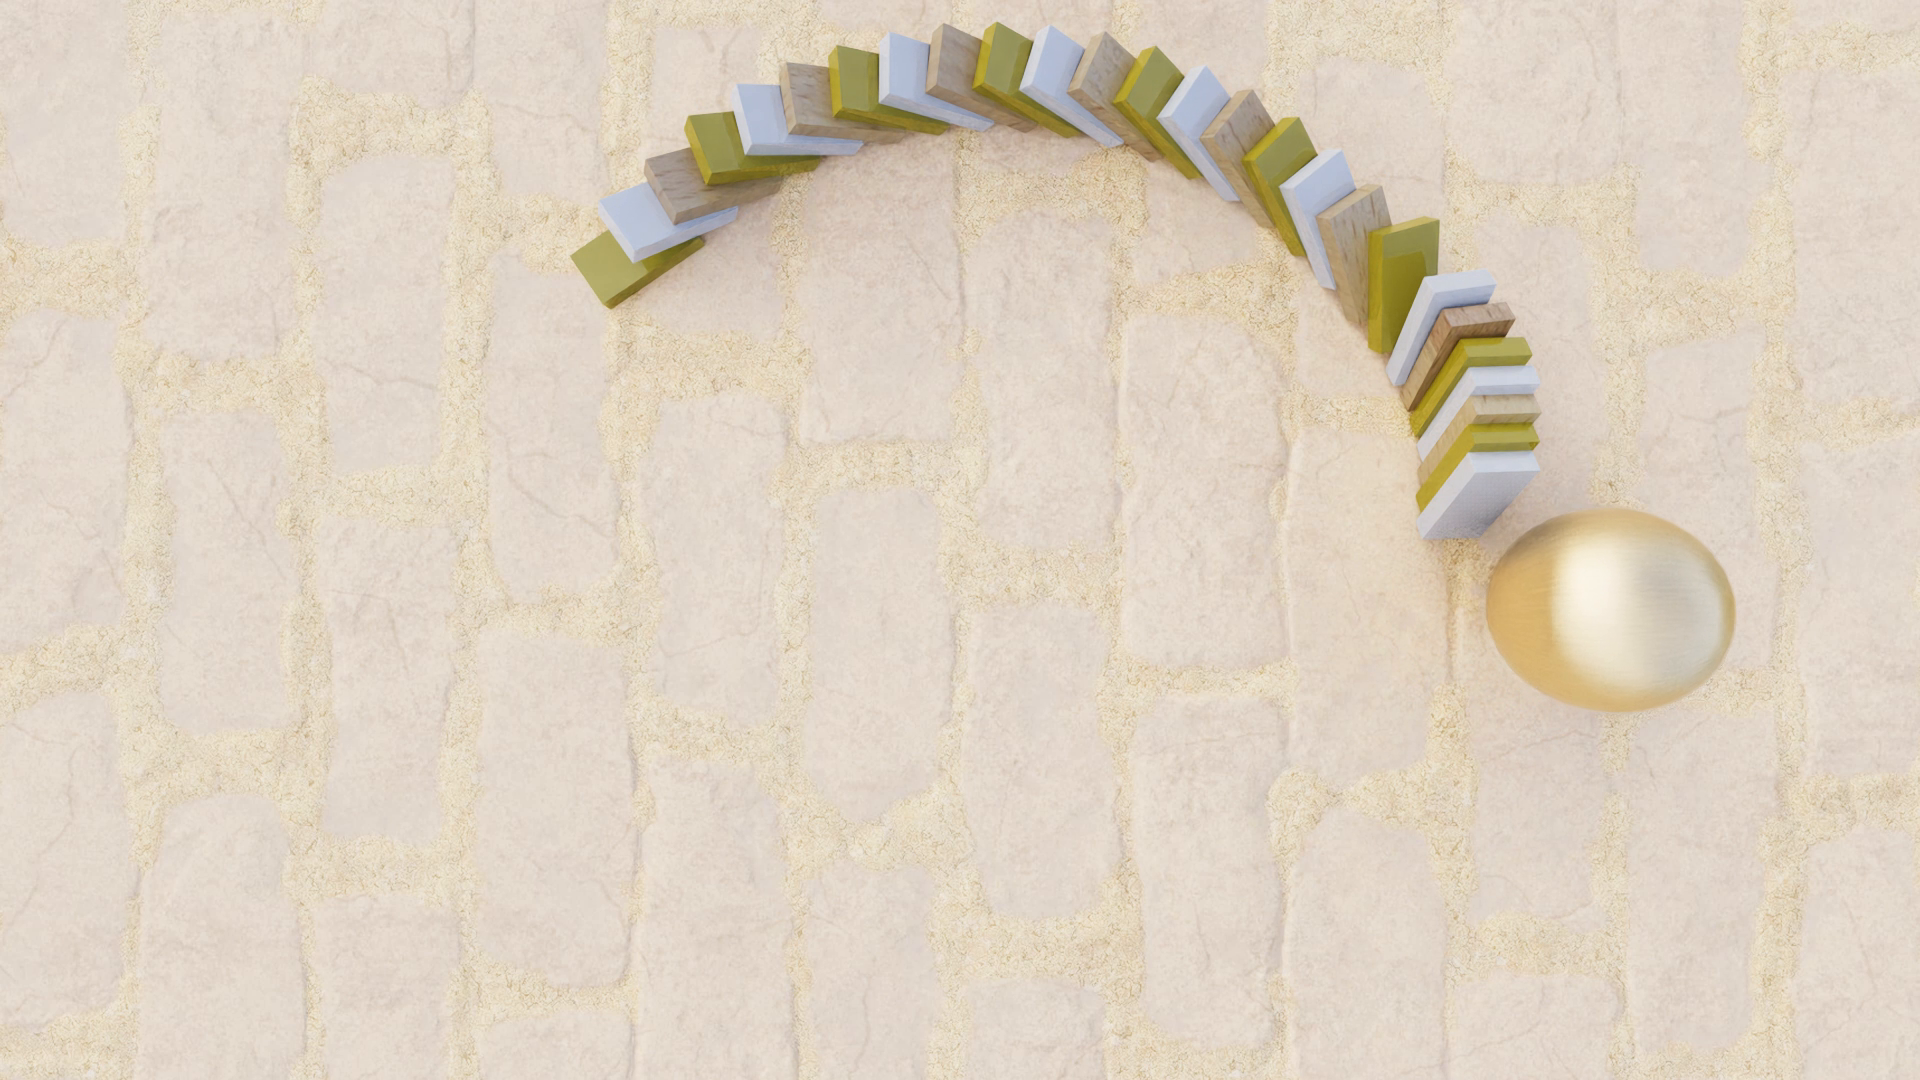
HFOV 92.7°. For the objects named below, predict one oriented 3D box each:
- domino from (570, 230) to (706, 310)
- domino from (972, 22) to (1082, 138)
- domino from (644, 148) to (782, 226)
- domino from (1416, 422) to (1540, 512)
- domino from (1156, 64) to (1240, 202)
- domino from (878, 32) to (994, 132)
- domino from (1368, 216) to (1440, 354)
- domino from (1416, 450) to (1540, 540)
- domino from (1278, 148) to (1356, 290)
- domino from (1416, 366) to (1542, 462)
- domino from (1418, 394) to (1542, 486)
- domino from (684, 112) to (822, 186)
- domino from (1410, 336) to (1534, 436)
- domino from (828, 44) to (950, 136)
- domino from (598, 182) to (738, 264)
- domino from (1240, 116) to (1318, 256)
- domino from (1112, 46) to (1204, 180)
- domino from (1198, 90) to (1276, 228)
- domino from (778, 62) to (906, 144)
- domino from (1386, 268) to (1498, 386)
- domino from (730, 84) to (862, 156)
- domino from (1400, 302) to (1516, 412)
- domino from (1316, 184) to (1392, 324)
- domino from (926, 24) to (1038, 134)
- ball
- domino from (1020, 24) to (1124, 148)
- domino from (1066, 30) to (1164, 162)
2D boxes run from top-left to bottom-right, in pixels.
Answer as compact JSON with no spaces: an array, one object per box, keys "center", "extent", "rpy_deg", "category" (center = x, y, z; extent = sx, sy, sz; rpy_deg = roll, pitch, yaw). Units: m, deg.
[{"center":[-0.139,-0.125,0.395],"extent":[0.050,0.009,0.025],"rpy_deg":[-34,90,0],"category":"domino"},{"center":[0.031,-0.191,0.383],"extent":[0.050,0.010,0.025],"rpy_deg":[12,90,-31],"category":"domino"},{"center":[-0.103,-0.152,0.384],"extent":[0.050,0.010,0.025],"rpy_deg":[-30,90,-27],"category":"domino"},{"center":[0.211,-0.029,0.376],"extent":[0.025,0.050,0.009],"rpy_deg":[-2,59,0],"category":"domino"},{"center":[0.107,-0.169,0.383],"extent":[0.050,0.010,0.025],"rpy_deg":[35,90,-30],"category":"domino"},{"center":[-0.009,-0.191,0.383],"extent":[0.050,0.010,0.025],"rpy_deg":[1,90,-30],"category":"domino"},{"center":[0.185,-0.106,0.383],"extent":[0.025,0.009,0.050],"rpy_deg":[-17,119,-4],"category":"domino"},{"center":[0.211,-0.018,0.376],"extent":[0.025,0.050,0.010],"rpy_deg":[-2,59,0],"category":"domino"},{"center":[0.155,-0.134,0.383],"extent":[0.025,0.009,0.050],"rpy_deg":[-39,120,0],"category":"domino"},{"center":[0.211,-0.051,0.376],"extent":[0.025,0.050,0.010],"rpy_deg":[-2,59,0],"category":"domino"},{"center":[0.212,-0.040,0.376],"extent":[0.025,0.050,0.010],"rpy_deg":[-2,59,0],"category":"domino"},{"center":[-0.086,-0.165,0.383],"extent":[0.050,0.010,0.025],"rpy_deg":[-22,89,-30],"category":"domino"},{"center":[0.208,-0.062,0.376],"extent":[0.025,0.050,0.009],"rpy_deg":[-2,59,0],"category":"domino"},{"center":[-0.029,-0.187,0.383],"extent":[0.050,0.010,0.025],"rpy_deg":[-5,90,-30],"category":"domino"},{"center":[-0.122,-0.138,0.383],"extent":[0.050,0.010,0.025],"rpy_deg":[-35,90,-27],"category":"domino"},{"center":[0.140,-0.147,0.383],"extent":[0.025,0.010,0.050],"rpy_deg":[-45,120,0],"category":"domino"},{"center":[0.089,-0.178,0.383],"extent":[0.050,0.010,0.025],"rpy_deg":[29,90,-31],"category":"domino"},{"center":[0.124,-0.159,0.383],"extent":[0.050,0.009,0.025],"rpy_deg":[39,90,-30],"category":"domino"},{"center":[-0.049,-0.182,0.383],"extent":[0.050,0.010,0.025],"rpy_deg":[-9,90,-30],"category":"domino"},{"center":[0.197,-0.086,0.377],"extent":[0.025,0.050,0.010],"rpy_deg":[-8,54,-1],"category":"domino"},{"center":[-0.068,-0.176,0.383],"extent":[0.050,0.010,0.025],"rpy_deg":[-14,90,-30],"category":"domino"},{"center":[0.203,-0.074,0.376],"extent":[0.025,0.050,0.009],"rpy_deg":[-7,57,0],"category":"domino"},{"center":[0.169,-0.119,0.383],"extent":[0.025,0.009,0.050],"rpy_deg":[-33,121,0],"category":"domino"},{"center":[0.011,-0.192,0.383],"extent":[0.050,0.009,0.025],"rpy_deg":[7,90,-31],"category":"domino"},{"center":[0.252,0.027,0.360],"extent":[0.080,0.080,0.080],"rpy_deg":[0,90,0],"category":"ball"},{"center":[0.051,-0.189,0.383],"extent":[0.050,0.010,0.025],"rpy_deg":[17,90,-31],"category":"domino"},{"center":[0.070,-0.184,0.383],"extent":[0.050,0.009,0.025],"rpy_deg":[24,90,-31],"category":"domino"}]
